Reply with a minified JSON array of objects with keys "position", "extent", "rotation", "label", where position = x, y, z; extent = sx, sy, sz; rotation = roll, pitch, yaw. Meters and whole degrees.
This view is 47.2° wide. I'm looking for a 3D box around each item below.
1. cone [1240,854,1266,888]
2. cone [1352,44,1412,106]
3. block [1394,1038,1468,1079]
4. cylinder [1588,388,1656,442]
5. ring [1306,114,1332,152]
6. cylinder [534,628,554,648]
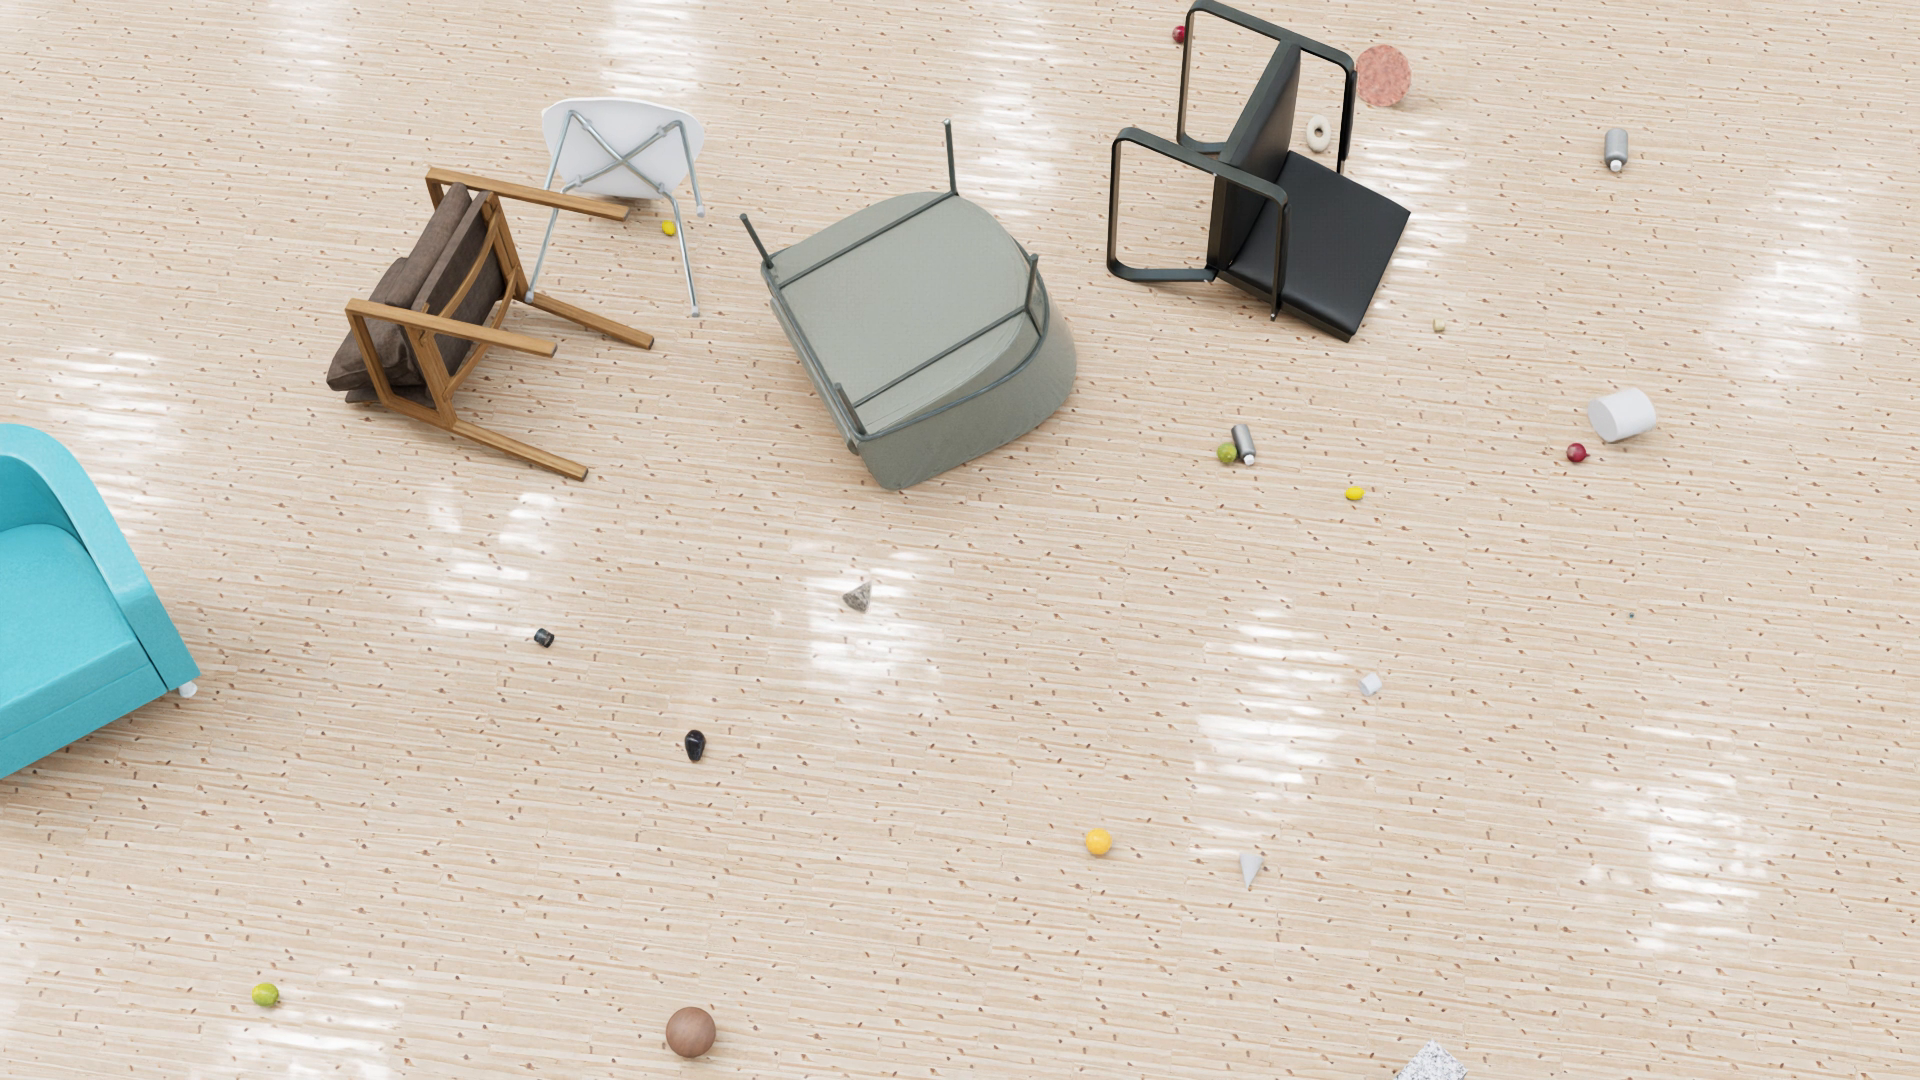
[{"position":[0.783,0.902,5.950],"extent":[0.071,0.064,0.093],"rotation":[9,80,20],"label":"cone"},{"position":[1.490,-1.627,7.609],"extent":[0.206,0.212,0.203],"rotation":[30,33,14],"label":"cone"},{"position":[1.151,1.398,5.540],"extent":[0.221,0.158,0.117],"rotation":[-39,64,-23],"label":"block"},{"position":[2.031,-0.385,6.751],"extent":[0.134,0.125,0.166],"rotation":[-17,34,-11],"label":"cylinder"},{"position":[1.220,-1.383,7.479],"extent":[0.085,0.040,0.166],"rotation":[5,55,5],"label":"ring"},{"position":[-1.202,0.283,6.359],"extent":[0.040,0.043,0.044],"rotation":[28,43,18],"label":"cylinder"}]
